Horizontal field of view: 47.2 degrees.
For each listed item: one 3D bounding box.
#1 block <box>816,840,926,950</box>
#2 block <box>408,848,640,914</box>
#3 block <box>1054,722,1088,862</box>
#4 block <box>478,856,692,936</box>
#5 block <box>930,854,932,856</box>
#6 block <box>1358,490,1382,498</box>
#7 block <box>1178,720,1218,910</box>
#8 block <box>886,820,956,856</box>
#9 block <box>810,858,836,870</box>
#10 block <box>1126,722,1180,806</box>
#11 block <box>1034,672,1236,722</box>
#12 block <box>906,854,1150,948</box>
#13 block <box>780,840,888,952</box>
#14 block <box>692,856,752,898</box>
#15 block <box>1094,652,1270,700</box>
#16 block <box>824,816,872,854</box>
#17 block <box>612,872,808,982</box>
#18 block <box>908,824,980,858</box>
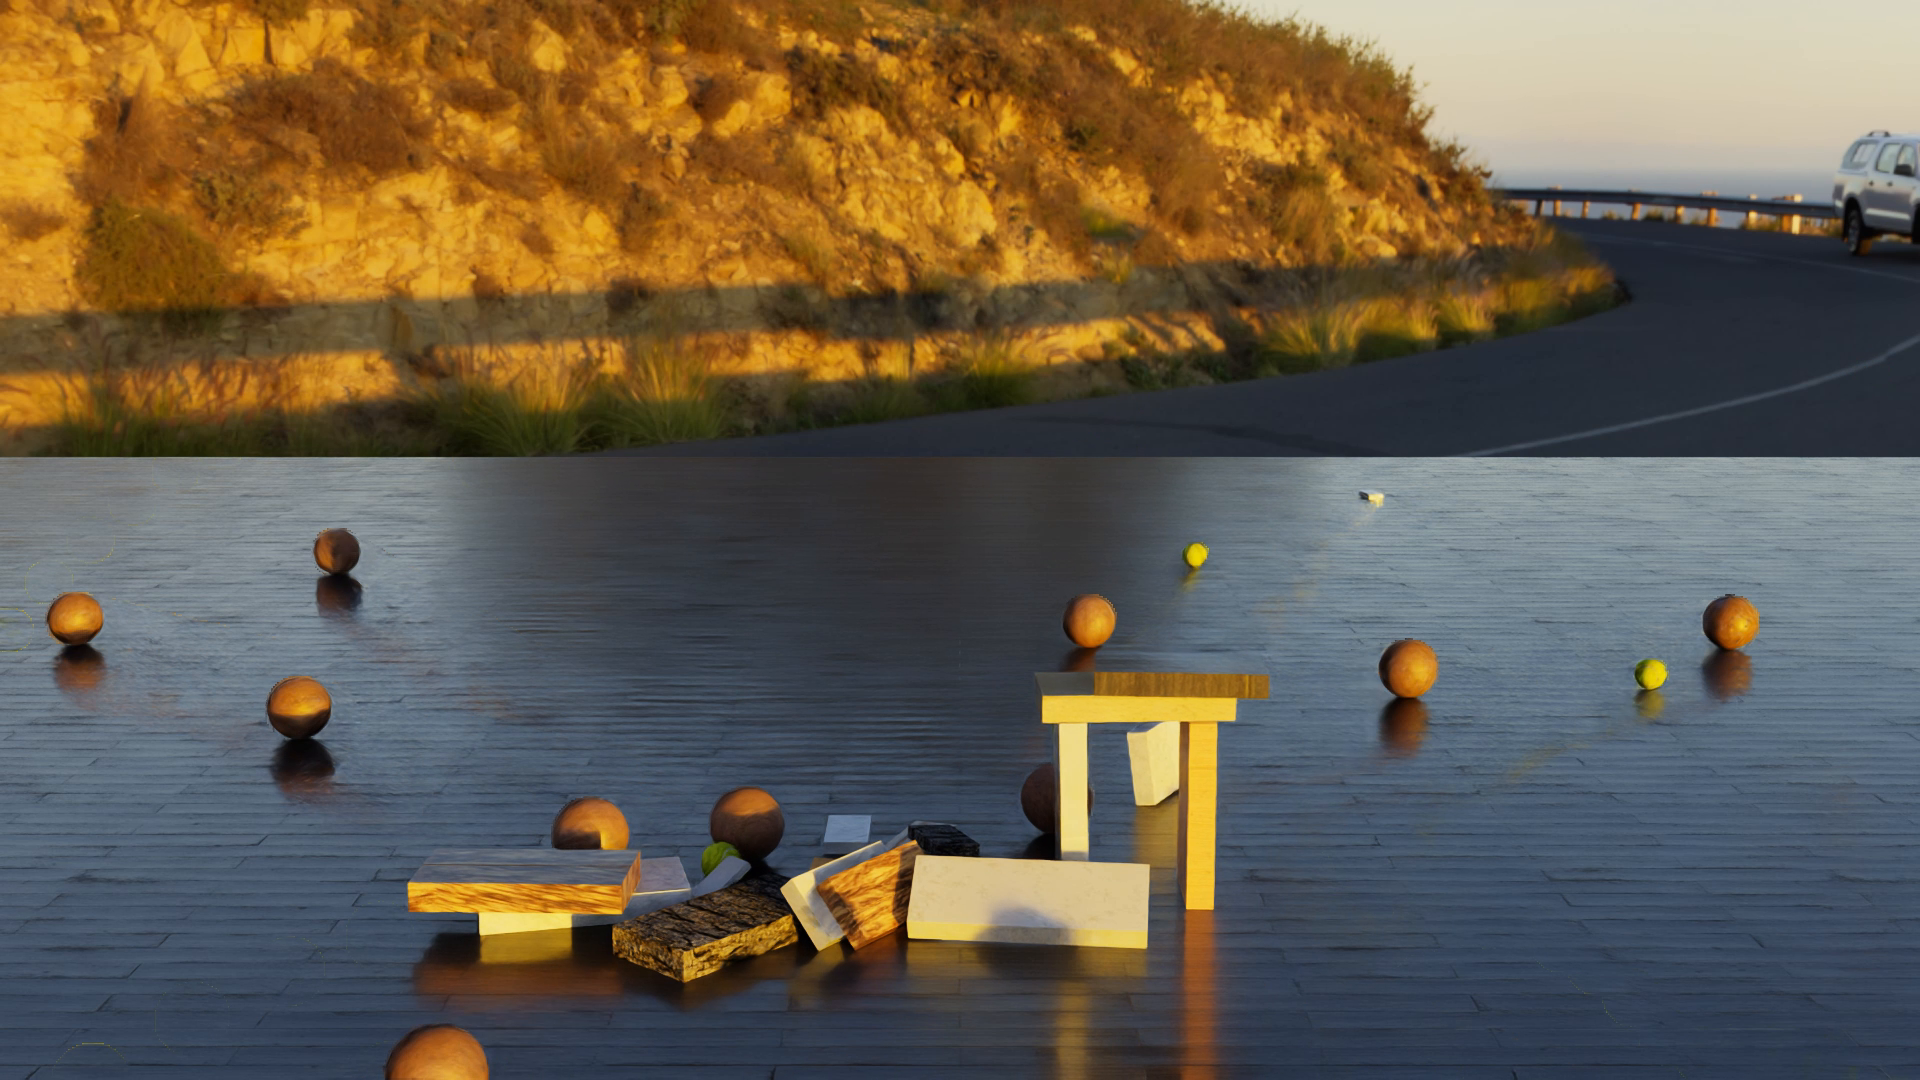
[{"bbox_3d":[-0.118,0.565,3.511,0.033,0.115,0.230,-43,-16,33],"label":"block"},{"bbox_3d":[-0.693,0.545,3.521,0.336,0.048,0.168,0,11,2],"label":"block"},{"bbox_3d":[0.183,0.435,3.643,0.044,0.313,0.157,-1,11,-1],"label":"block"},{"bbox_3d":[-0.617,0.580,3.595,0.336,0.048,0.168,-3,11,-14],"label":"block"},{"bbox_3d":[0.035,0.570,3.687,0.230,0.033,0.115,6,12,30],"label":"block"},{"bbox_3d":[1.431,-0.159,7.665,0.050,0.014,0.101,-2,11,-11],"label":"block"},{"bbox_3d":[0.392,0.436,3.642,0.044,0.313,0.157,0,11,0],"label":"block"},{"bbox_3d":[-0.091,0.545,3.849,0.078,0.022,0.276,4,11,20],"label":"block"},{"bbox_3d":[-0.204,0.563,3.715,0.101,0.014,0.050,3,39,14],"label":"block"},{"bbox_3d":[0.404,0.408,4.256,0.040,0.140,0.280,-4,7,28],"label":"block"},{"bbox_3d":[0.285,0.257,3.622,0.313,0.044,0.157,0,11,-3],"label":"block"},{"bbox_3d":[0.110,0.571,3.481,0.374,0.040,0.140,2,39,5],"label":"block"},{"bbox_3d":[-0.175,0.565,3.507,0.033,0.115,0.230,-43,-17,33],"label":"block"},{"bbox_3d":[-0.398,0.565,3.643,0.050,0.014,0.101,10,41,43],"label":"block"},{"bbox_3d":[0.359,0.220,3.592,0.280,0.040,0.140,1,11,4],"label":"block"},{"bbox_3d":[-0.201,0.528,3.944,0.078,0.022,0.156,0,11,0],"label":"block"},{"bbox_3d":[-0.361,0.605,3.459,0.168,0.048,0.336,9,14,42],"label":"block"},{"bbox_3d":[-0.029,0.522,3.812,0.078,0.022,0.156,2,5,-20],"label":"block"}]
